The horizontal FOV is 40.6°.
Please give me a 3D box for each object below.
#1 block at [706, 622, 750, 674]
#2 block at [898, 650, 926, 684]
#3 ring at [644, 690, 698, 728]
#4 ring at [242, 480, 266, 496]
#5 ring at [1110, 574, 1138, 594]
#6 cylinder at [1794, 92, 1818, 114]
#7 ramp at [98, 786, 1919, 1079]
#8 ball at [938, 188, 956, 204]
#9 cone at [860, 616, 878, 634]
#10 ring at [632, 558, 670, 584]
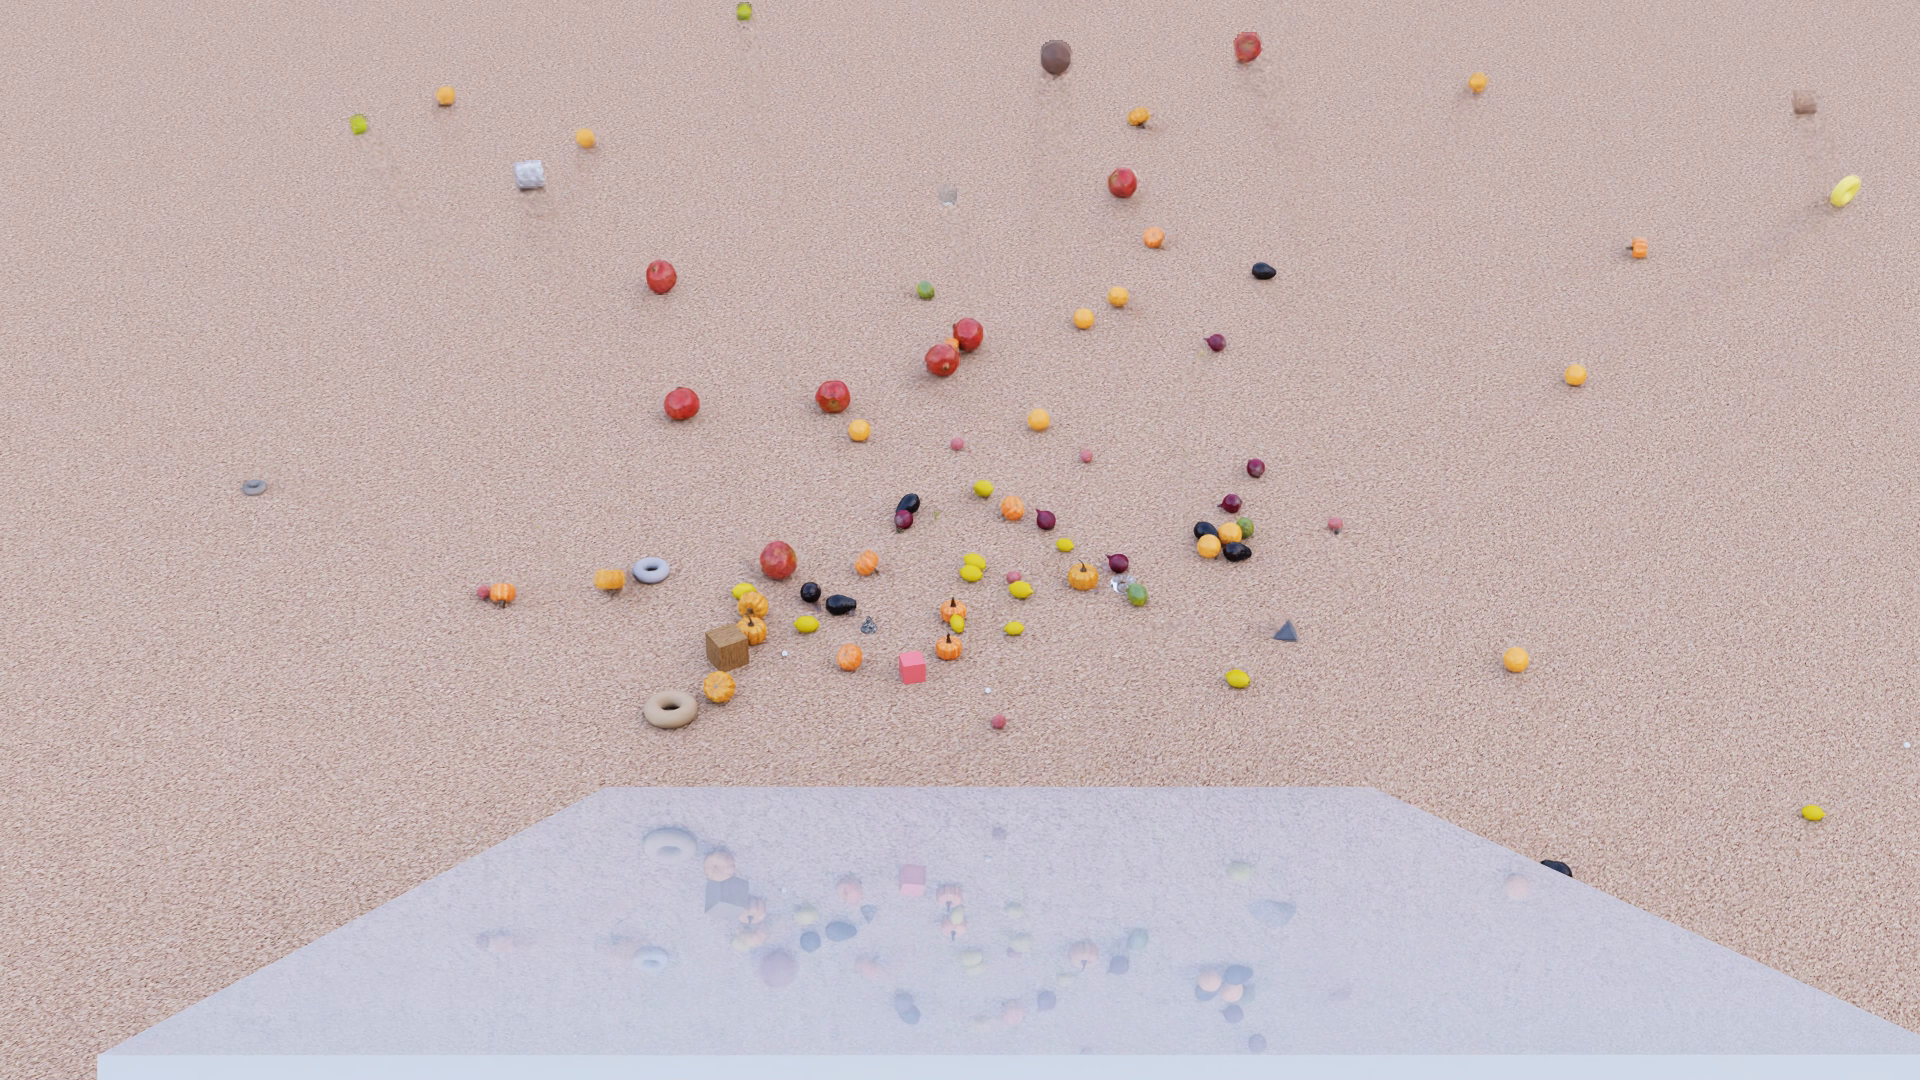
[{"bbox_3d":[-0.660,0.306,7.356,0.090,0.090,0.090,-19,38,-26],"label":"block"},{"bbox_3d":[-0.134,0.359,7.301,0.062,0.062,0.062,-8,34,-11],"label":"block"},{"bbox_3d":[-0.797,0.466,7.154,0.149,0.050,0.149,0,32,0],"label":"ring"},{"bbox_3d":[-2.208,-0.165,8.121,0.075,0.025,0.075,0,33,0],"label":"ring"},{"bbox_3d":[0.485,0.130,7.678,0.080,0.027,0.080,1,33,-1],"label":"ring"},{"bbox_3d":[3.409,-1.761,10.461,0.082,0.082,0.082,4,34,8],"label":"cylinder"},{"bbox_3d":[0.075,0.649,4.781,2.000,0.100,4.000,0,-1,0],"label":"ramp"},{"bbox_3d":[-0.048,-1.297,9.781,0.066,0.066,0.066,0,34,0],"label":"ball"},{"bbox_3d":[-0.263,0.237,7.495,0.051,0.051,0.051,0,34,0],"label":"cone"},{"bbox_3d":[-0.920,0.090,7.728,0.112,0.037,0.112,1,34,-1],"label":"ring"}]
